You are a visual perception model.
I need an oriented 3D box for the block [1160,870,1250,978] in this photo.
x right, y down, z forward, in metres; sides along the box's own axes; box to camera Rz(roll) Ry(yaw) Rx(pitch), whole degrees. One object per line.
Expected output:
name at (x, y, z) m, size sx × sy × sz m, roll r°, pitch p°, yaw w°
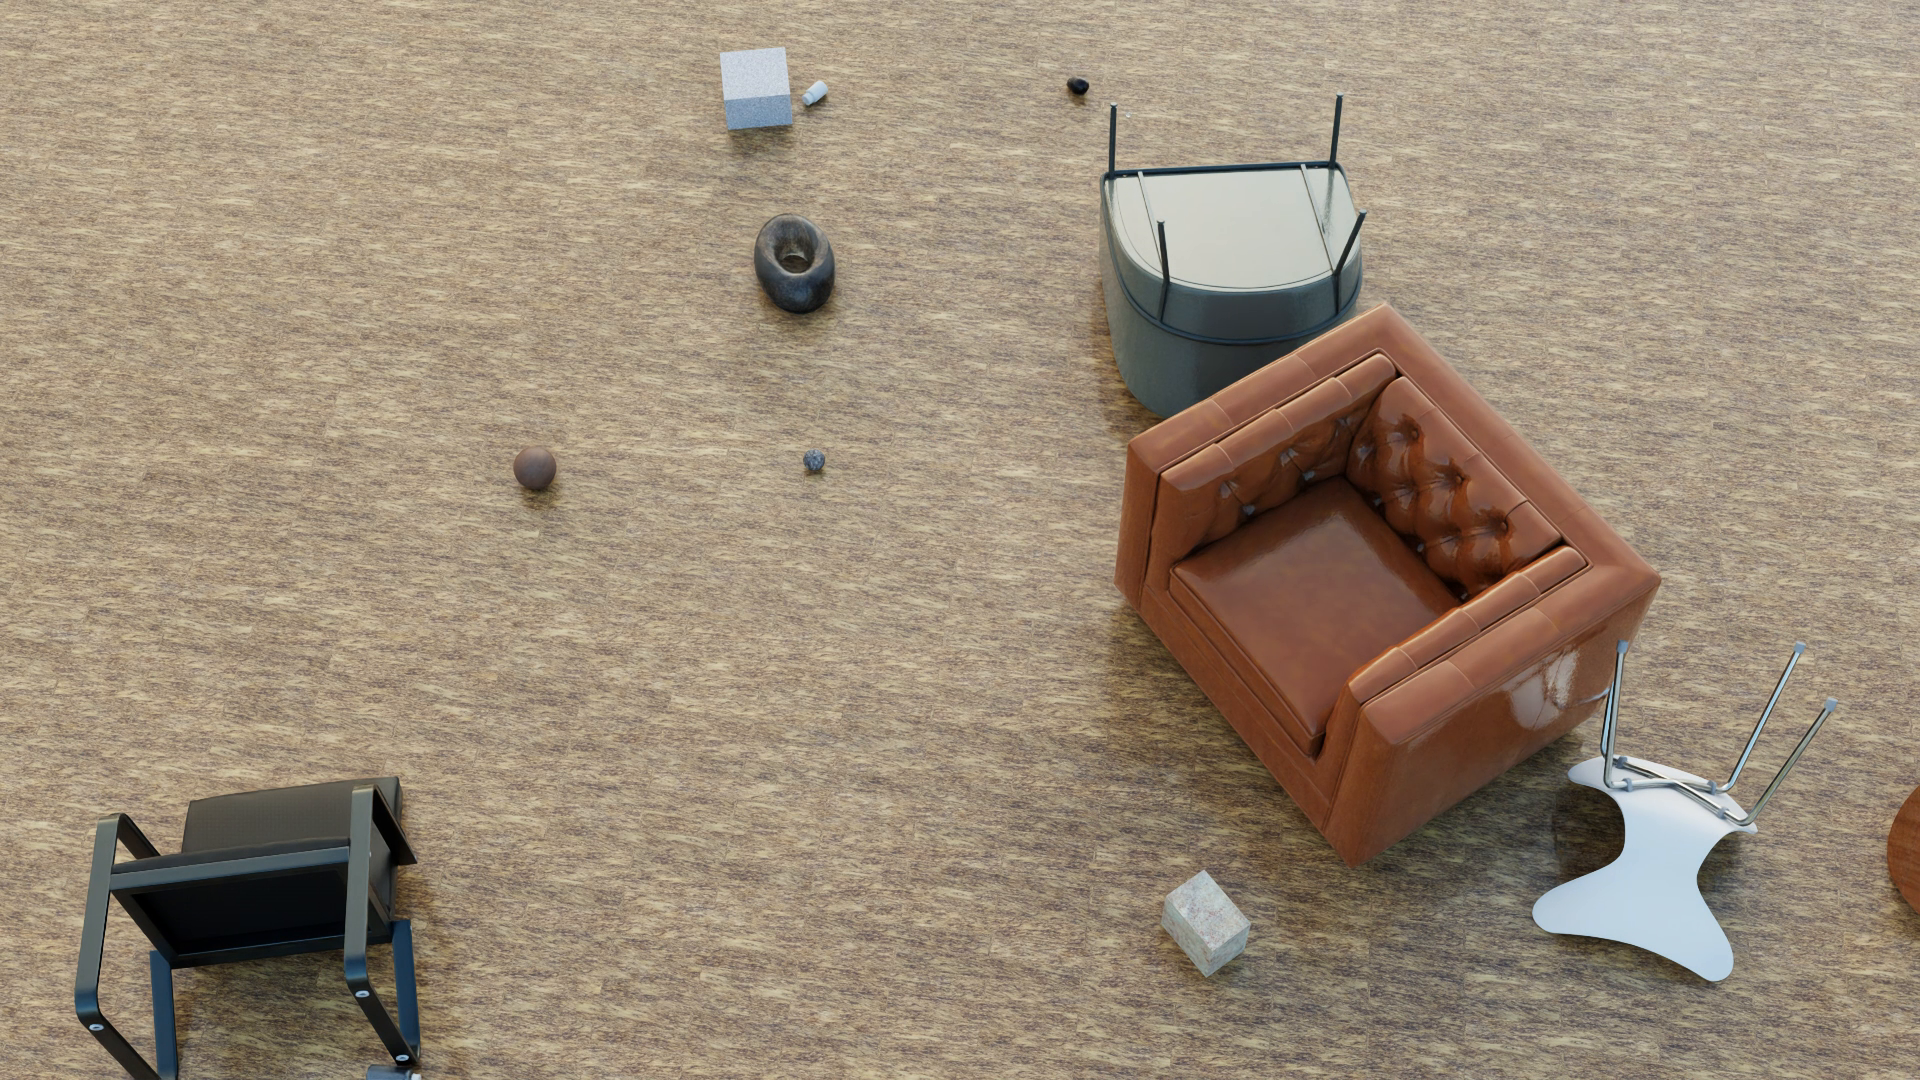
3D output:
block at (0.646, 1.011, 5.791) m, size 0.130 × 0.174 × 0.191 m, roll -31°, pitch 62°, yaw -19°

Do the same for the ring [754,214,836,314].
ring at (-0.533, -0.892, 7.089) m, size 0.259 × 0.143 × 0.390 m, roll -11°, pitch 56°, yaw -8°

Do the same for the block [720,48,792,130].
block at (-0.697, -1.546, 7.526) m, size 0.223 × 0.141 × 0.226 m, roll -6°, pitch 56°, yaw -4°

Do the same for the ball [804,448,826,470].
ball at (-0.444, -0.244, 6.697) m, size 0.067 × 0.067 × 0.067 m, roll 0°, pitch 56°, yaw 0°
